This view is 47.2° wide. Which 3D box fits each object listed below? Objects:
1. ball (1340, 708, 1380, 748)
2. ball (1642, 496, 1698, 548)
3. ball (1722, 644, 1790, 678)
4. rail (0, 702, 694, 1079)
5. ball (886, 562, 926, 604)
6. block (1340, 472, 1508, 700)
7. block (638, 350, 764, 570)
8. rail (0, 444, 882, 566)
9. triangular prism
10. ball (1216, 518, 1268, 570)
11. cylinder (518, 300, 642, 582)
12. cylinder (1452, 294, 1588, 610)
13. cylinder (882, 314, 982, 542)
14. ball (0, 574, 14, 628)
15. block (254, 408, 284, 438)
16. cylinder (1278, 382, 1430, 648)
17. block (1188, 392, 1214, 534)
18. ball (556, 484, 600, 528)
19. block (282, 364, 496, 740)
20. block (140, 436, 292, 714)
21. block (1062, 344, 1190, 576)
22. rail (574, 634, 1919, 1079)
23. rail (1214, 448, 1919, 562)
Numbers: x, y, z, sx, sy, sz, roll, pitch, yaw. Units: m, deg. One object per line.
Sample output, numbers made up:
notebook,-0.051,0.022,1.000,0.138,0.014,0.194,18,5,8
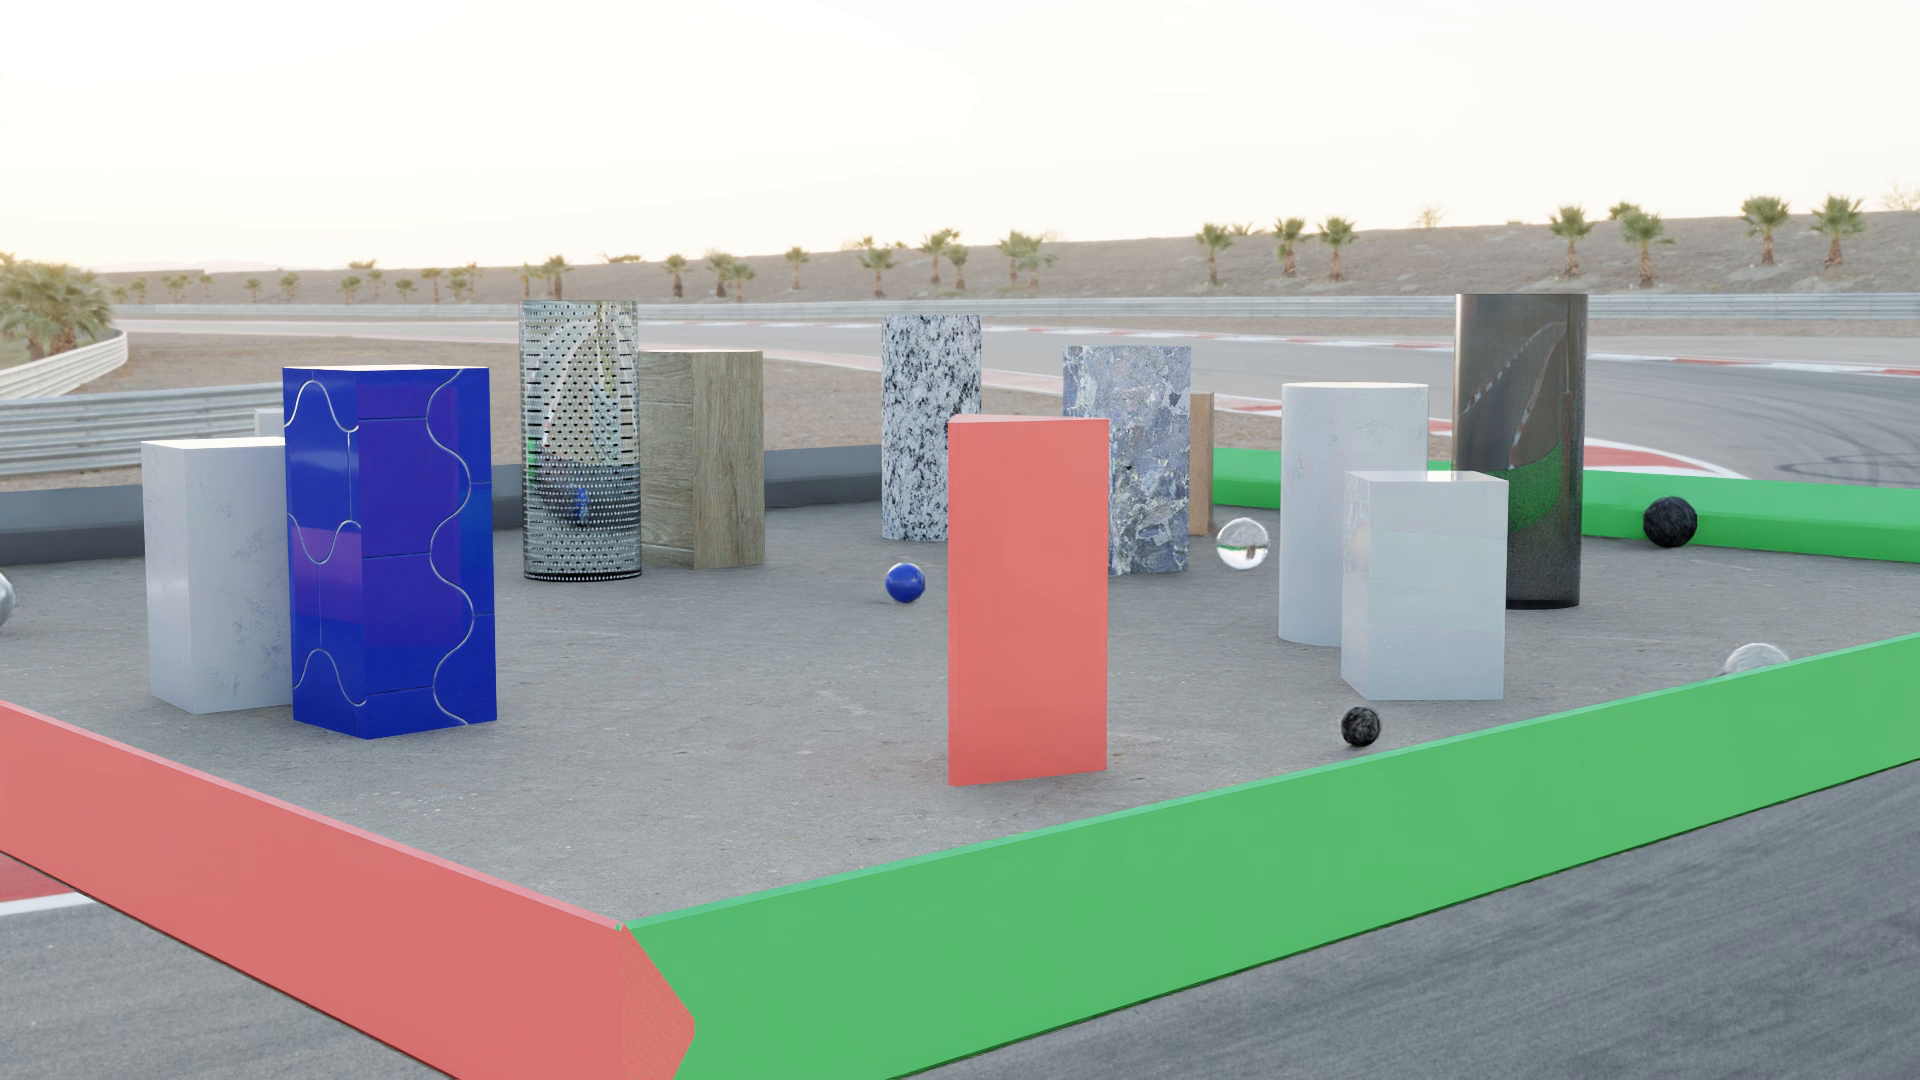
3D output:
ball,0.410,0.191,2.248,0.041,0.041,0.041,0,6,0
ball,1.330,-0.033,4.118,0.098,0.098,0.098,0,6,0
ball,0.888,0.153,2.446,0.076,0.076,0.076,0,6,0
rail,-1.176,0.146,2.253,0.045,0.128,3.004,-5,8,-42
ball,-0.083,0.065,3.352,0.062,0.062,0.062,0,6,0
block,0.543,0.050,2.587,0.157,0.251,0.157,0,6,-1
block,-0.456,-0.146,3.870,0.157,0.373,0.157,-6,8,-44
rail,-1.002,-0.080,4.412,3.248,0.128,0.045,-5,8,-42
triangular prism,0.034,0.050,2.151,0.170,0.341,0.147,-3,7,-27
ball,0.486,0.007,3.777,0.088,0.088,0.088,0,6,0
cylinder,-0.635,-0.169,3.681,0.196,0.460,0.196,0,6,0
cylinder,0.849,-0.139,3.350,0.196,0.468,0.196,0,6,0
cylinder,-0.056,-0.224,4.329,0.196,0.435,0.196,0,6,0
ball,-1.350,0.083,3.020,0.096,0.096,0.096,0,6,0
block,-1.049,-0.068,3.553,0.157,0.284,0.157,-2,6,-20
cylinder,0.534,-0.039,2.990,0.196,0.344,0.196,0,6,0
block,0.430,-0.159,4.452,0.157,0.279,0.157,1,6,10
ball,-0.786,-0.071,4.527,0.089,0.089,0.089,0,6,0
block,-0.616,0.006,2.376,0.157,0.383,0.157,-6,8,-44
block,-0.830,0.035,2.523,0.157,0.294,0.157,-4,7,-36
block,0.286,-0.142,3.790,0.157,0.383,0.157,-3,7,-29
rail,1.002,0.146,2.251,3.248,0.128,0.045,-5,8,-42
rail,1.176,-0.080,4.411,0.045,0.128,3.004,-5,8,-42
